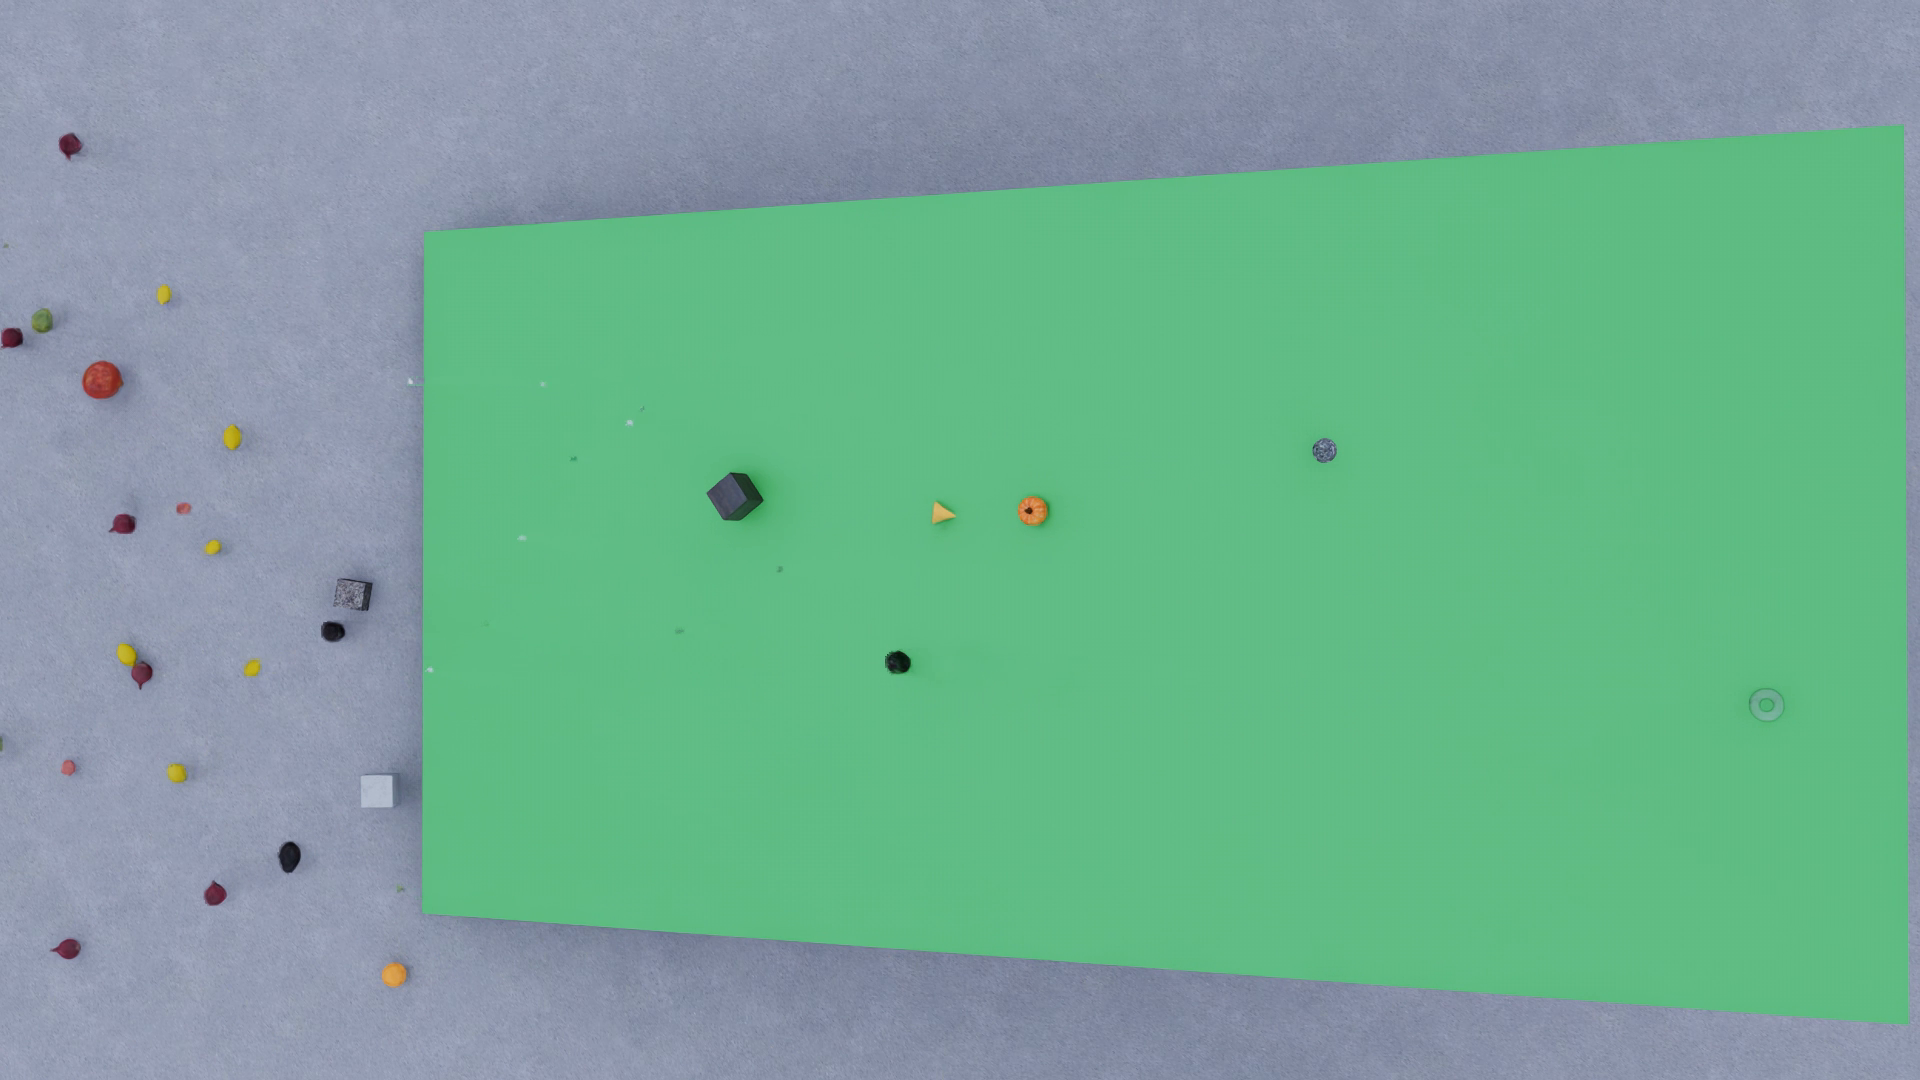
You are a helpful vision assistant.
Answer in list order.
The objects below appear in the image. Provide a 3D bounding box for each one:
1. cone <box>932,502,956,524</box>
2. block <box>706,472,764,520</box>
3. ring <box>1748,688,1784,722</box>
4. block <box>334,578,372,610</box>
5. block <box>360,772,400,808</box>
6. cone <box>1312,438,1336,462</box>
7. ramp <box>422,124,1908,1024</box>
[{"bbox_3d":[-0.040,-0.066,5.787,0.063,0.063,0.063,9,89,-4],"label":"cone"},{"bbox_3d":[-0.613,-0.118,5.997,0.093,0.093,0.093,-39,75,18],"label":"block"},{"bbox_3d":[1.828,0.374,4.985,0.078,0.026,0.078,0,91,23],"label":"ring"},{"bbox_3d":[-1.796,0.162,6.506,0.082,0.082,0.082,9,89,0],"label":"block"},{"bbox_3d":[-1.710,0.738,6.494,0.092,0.092,0.092,-1,89,0],"label":"block"},{"bbox_3d":[0.884,-0.220,5.376,0.061,0.061,0.061,0,89,23],"label":"cone"},{"bbox_3d":[0.283,0.085,5.717,4.000,0.100,2.000,0,89,23],"label":"ramp"}]
